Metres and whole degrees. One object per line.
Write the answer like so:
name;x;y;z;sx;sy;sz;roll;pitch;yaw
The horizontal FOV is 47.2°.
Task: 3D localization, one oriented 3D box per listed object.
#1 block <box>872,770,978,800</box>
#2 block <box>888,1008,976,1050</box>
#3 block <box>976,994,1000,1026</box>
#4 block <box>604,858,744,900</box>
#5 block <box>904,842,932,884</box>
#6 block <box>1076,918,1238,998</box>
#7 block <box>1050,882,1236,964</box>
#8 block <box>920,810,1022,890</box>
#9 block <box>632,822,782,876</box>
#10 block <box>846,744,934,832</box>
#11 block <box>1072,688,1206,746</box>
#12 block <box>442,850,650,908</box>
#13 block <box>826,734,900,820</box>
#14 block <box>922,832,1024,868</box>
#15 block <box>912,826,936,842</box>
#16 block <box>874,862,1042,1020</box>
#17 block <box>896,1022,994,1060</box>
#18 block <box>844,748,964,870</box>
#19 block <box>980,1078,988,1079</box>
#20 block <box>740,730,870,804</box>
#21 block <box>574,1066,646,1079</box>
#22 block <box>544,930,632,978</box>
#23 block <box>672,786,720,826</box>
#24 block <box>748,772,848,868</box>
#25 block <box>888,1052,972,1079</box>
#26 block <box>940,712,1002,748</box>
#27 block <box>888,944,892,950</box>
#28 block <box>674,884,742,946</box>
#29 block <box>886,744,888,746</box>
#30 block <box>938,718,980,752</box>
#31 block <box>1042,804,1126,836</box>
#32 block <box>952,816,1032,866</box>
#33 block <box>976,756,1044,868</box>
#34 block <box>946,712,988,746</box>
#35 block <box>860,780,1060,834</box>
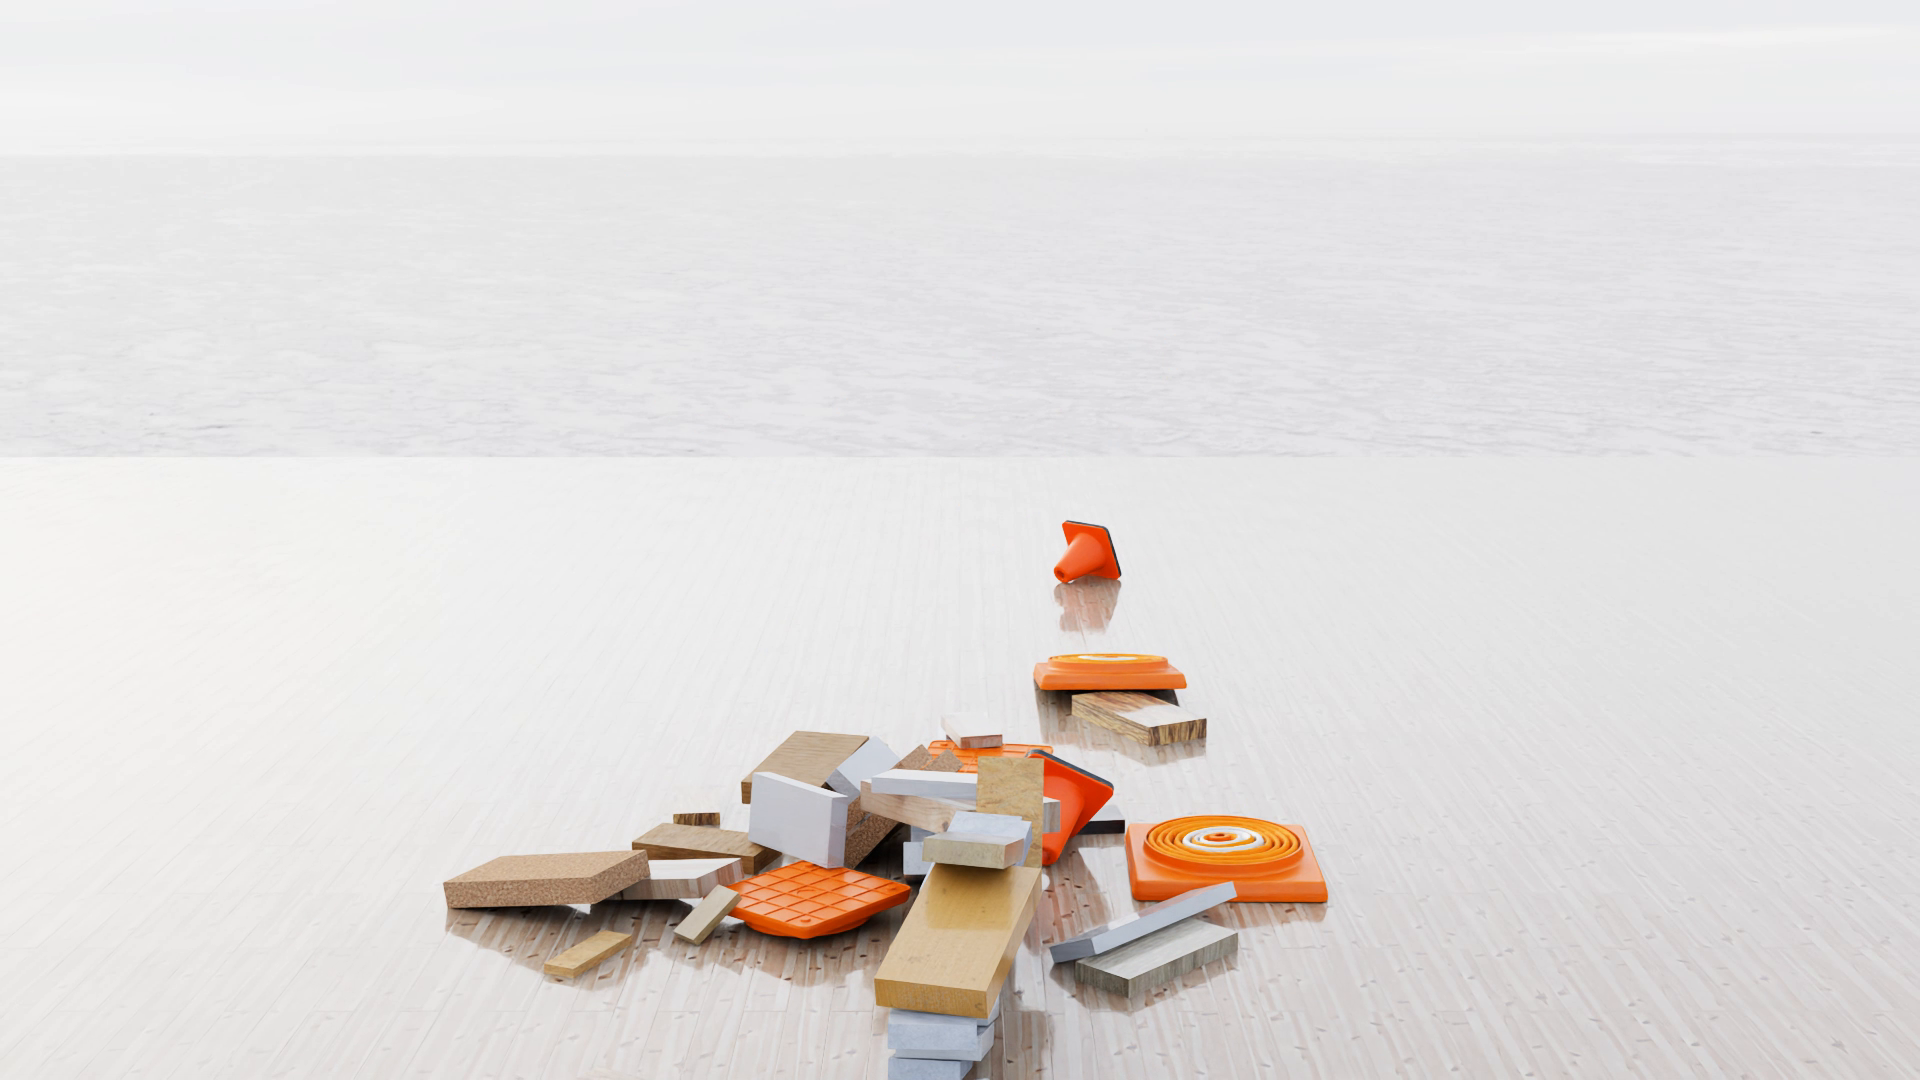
block;-0.042;0.396;3.570;0.182;0.026;0.091;1;3;22
block;-0.035;0.620;2.837;0.110;0.031;0.220;1;-1;0
block;-0.008;0.651;3.059;0.110;0.031;0.221;1;-9;5
block;-0.485;0.559;3.622;0.234;0.033;0.117;-7;5;33
block;-0.001;0.523;3.552;0.174;0.049;0.348;0;-11;-1
block;0.302;0.634;3.354;0.103;0.029;0.268;10;14;43
block;0.292;0.599;3.457;0.353;0.026;0.091;-11;-8;-46
block;0.019;0.475;3.255;0.103;0.029;0.205;3;28;16
block;-0.442;0.540;3.850;0.234;0.033;0.117;4;11;20
block;-0.158;0.457;3.874;0.238;0.034;0.119;-42;-4;20
block;0.381;0.377;4.703;0.148;0.042;0.295;-6;12;-29
block;-0.676;0.554;3.594;0.303;0.043;0.152;-7;6;28
block;-0.163;0.450;4.140;0.119;0.034;0.238;43;18;4
block;0.021;0.431;3.069;0.111;0.031;0.222;4;-5;9
block;0.006;0.498;3.769;0.174;0.049;0.348;0;-6;0
block;0.002;0.523;2.916;0.148;0.042;0.295;4;24;15
block;-0.018;0.665;2.932;0.110;0.031;0.221;1;-7;5
block;-0.103;0.474;3.905;0.043;0.152;0.303;45;20;6
block;0.017;0.724;2.732;0.093;0.026;0.185;-3;11;-16
block;-0.290;0.434;4.173;0.152;0.043;0.303;3;14;15
block;-0.371;0.740;2.748;0.335;0.042;0.148;6;12;31
block;-0.571;0.636;3.381;0.053;0.015;0.157;5;12;25
block;-0.493;0.496;4.110;0.085;0.024;0.171;-1;11;-7
block;-0.277;0.474;3.741;0.034;0.119;0.238;2;4;-39
block;-0.037;0.690;2.905;0.093;0.026;0.185;1;-7;6
block;0.022;0.384;4.442;0.086;0.024;0.173;-3;11;-14
block;-0.010;0.560;3.104;0.126;0.036;0.253;2;6;11
block;-0.398;0.592;3.471;0.053;0.015;0.105;11;47;46
block;-0.233;0.425;4.351;0.171;0.024;0.086;1;14;8
block;-0.002;0.408;4.585;0.086;0.024;0.173;0;11;0
block;0.204;0.512;4.017;0.182;0.026;0.091;-1;11;-6
block;0.027;0.479;3.178;0.111;0.031;0.222;2;28;14
block;0.075;0.434;3.375;0.103;0.205;0.029;2;-29;1
block;0.015;0.390;4.544;0.086;0.024;0.173;0;11;0
block;-0.004;0.433;3.587;0.174;0.049;0.348;-2;3;-30
